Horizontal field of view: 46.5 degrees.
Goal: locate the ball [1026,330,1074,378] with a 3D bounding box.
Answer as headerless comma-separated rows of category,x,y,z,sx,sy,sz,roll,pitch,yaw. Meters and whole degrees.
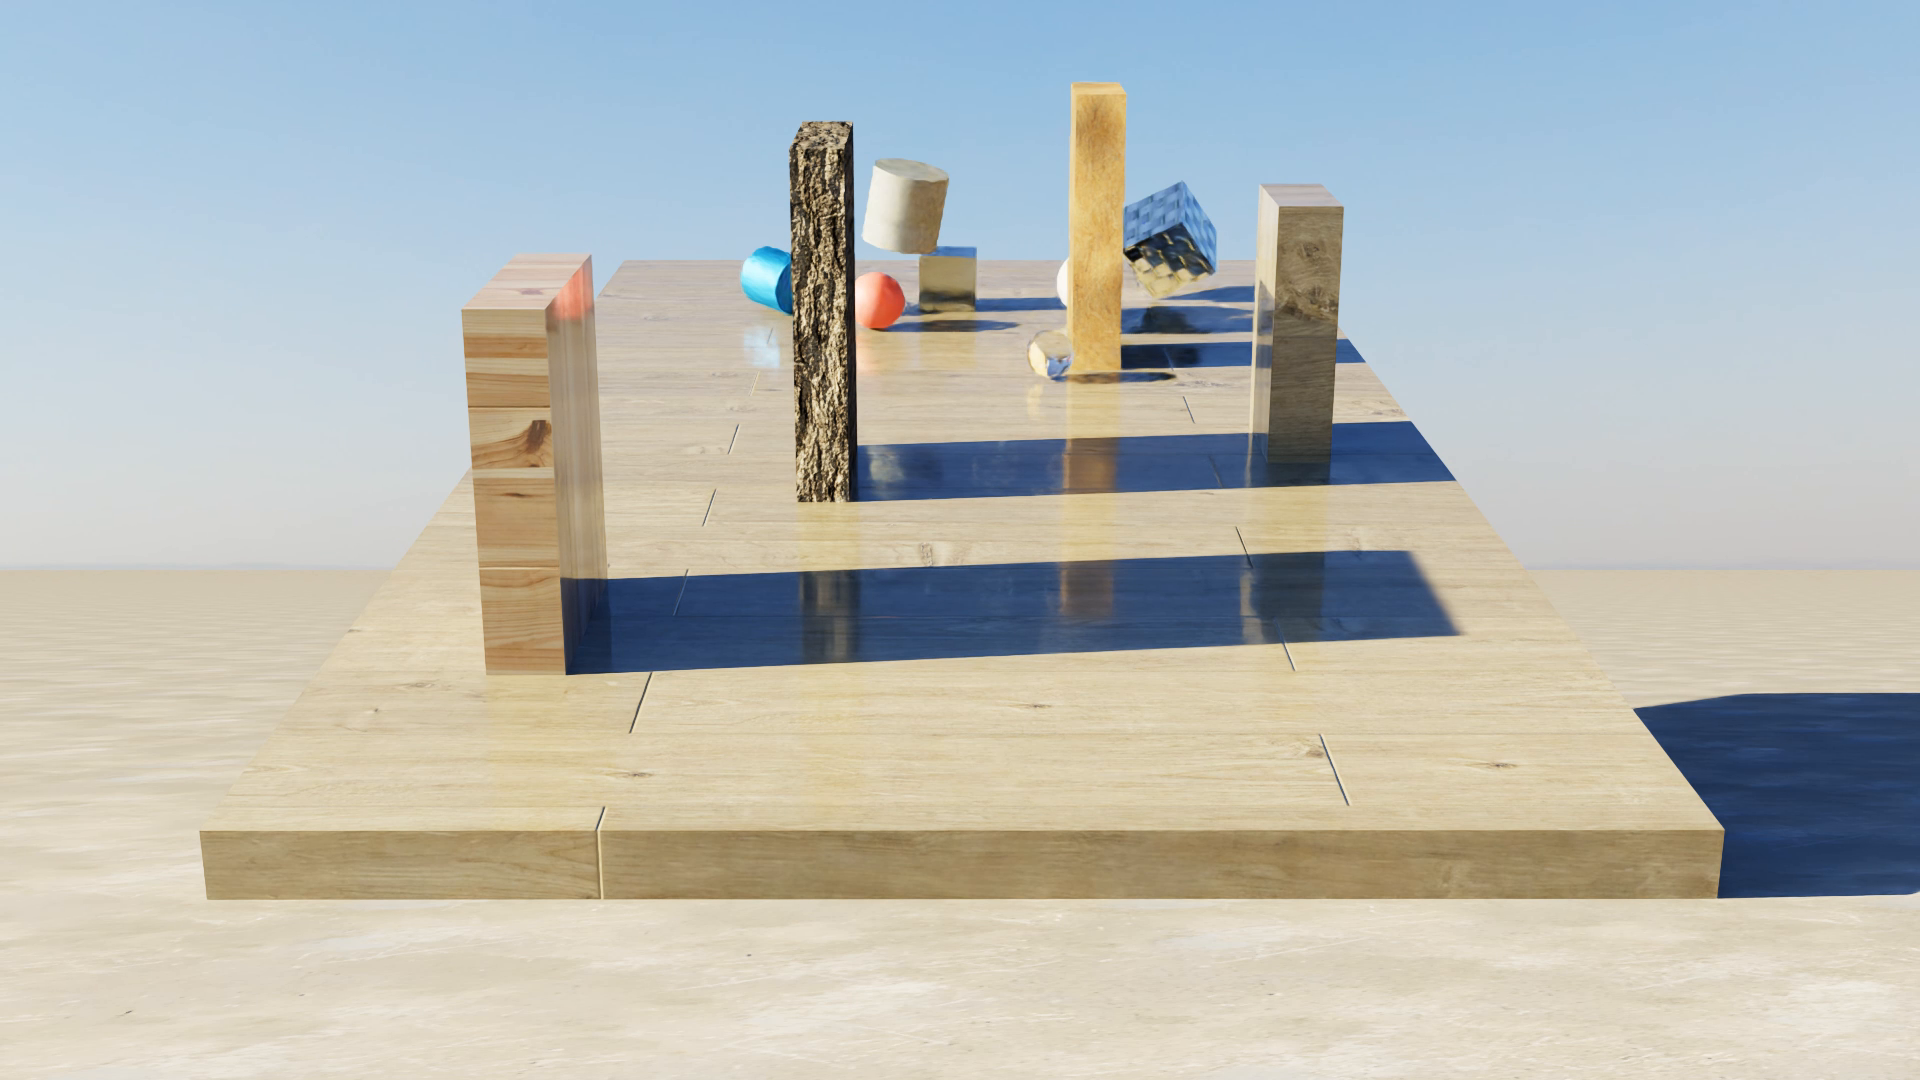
ball,0.213,-0.440,5.275,0.114,0.114,0.114,0,-1,0

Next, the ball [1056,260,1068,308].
ball,0.345,-0.684,5.953,0.175,0.175,0.175,0,-1,0

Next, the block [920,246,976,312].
block,-0.031,-0.709,6.071,0.149,0.149,0.149,1,18,1

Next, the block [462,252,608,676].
block,-0.672,-0.133,3.583,0.123,0.576,0.448,0,18,0

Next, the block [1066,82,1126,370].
block,0.328,-0.761,5.409,0.117,0.656,0.249,0,18,0

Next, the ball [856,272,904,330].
ball,-0.218,-0.621,5.801,0.147,0.147,0.147,0,-1,0

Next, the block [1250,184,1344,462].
block,0.699,-0.457,4.670,0.130,0.530,0.293,0,18,0

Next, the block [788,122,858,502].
block,-0.267,-0.460,4.426,0.102,0.682,0.405,0,18,0

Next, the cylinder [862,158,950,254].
cylinder,-0.138,-0.847,5.666,0.192,0.192,0.192,10,23,-4

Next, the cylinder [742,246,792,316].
cylinder,-0.479,-0.695,5.998,0.155,0.155,0.155,1,17,-44

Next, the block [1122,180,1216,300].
block,0.574,-0.824,6.147,0.193,0.193,0.193,-22,-52,26

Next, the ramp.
ramp,-0.003,-0.184,4.848,2.000,0.100,4.000,0,18,0
